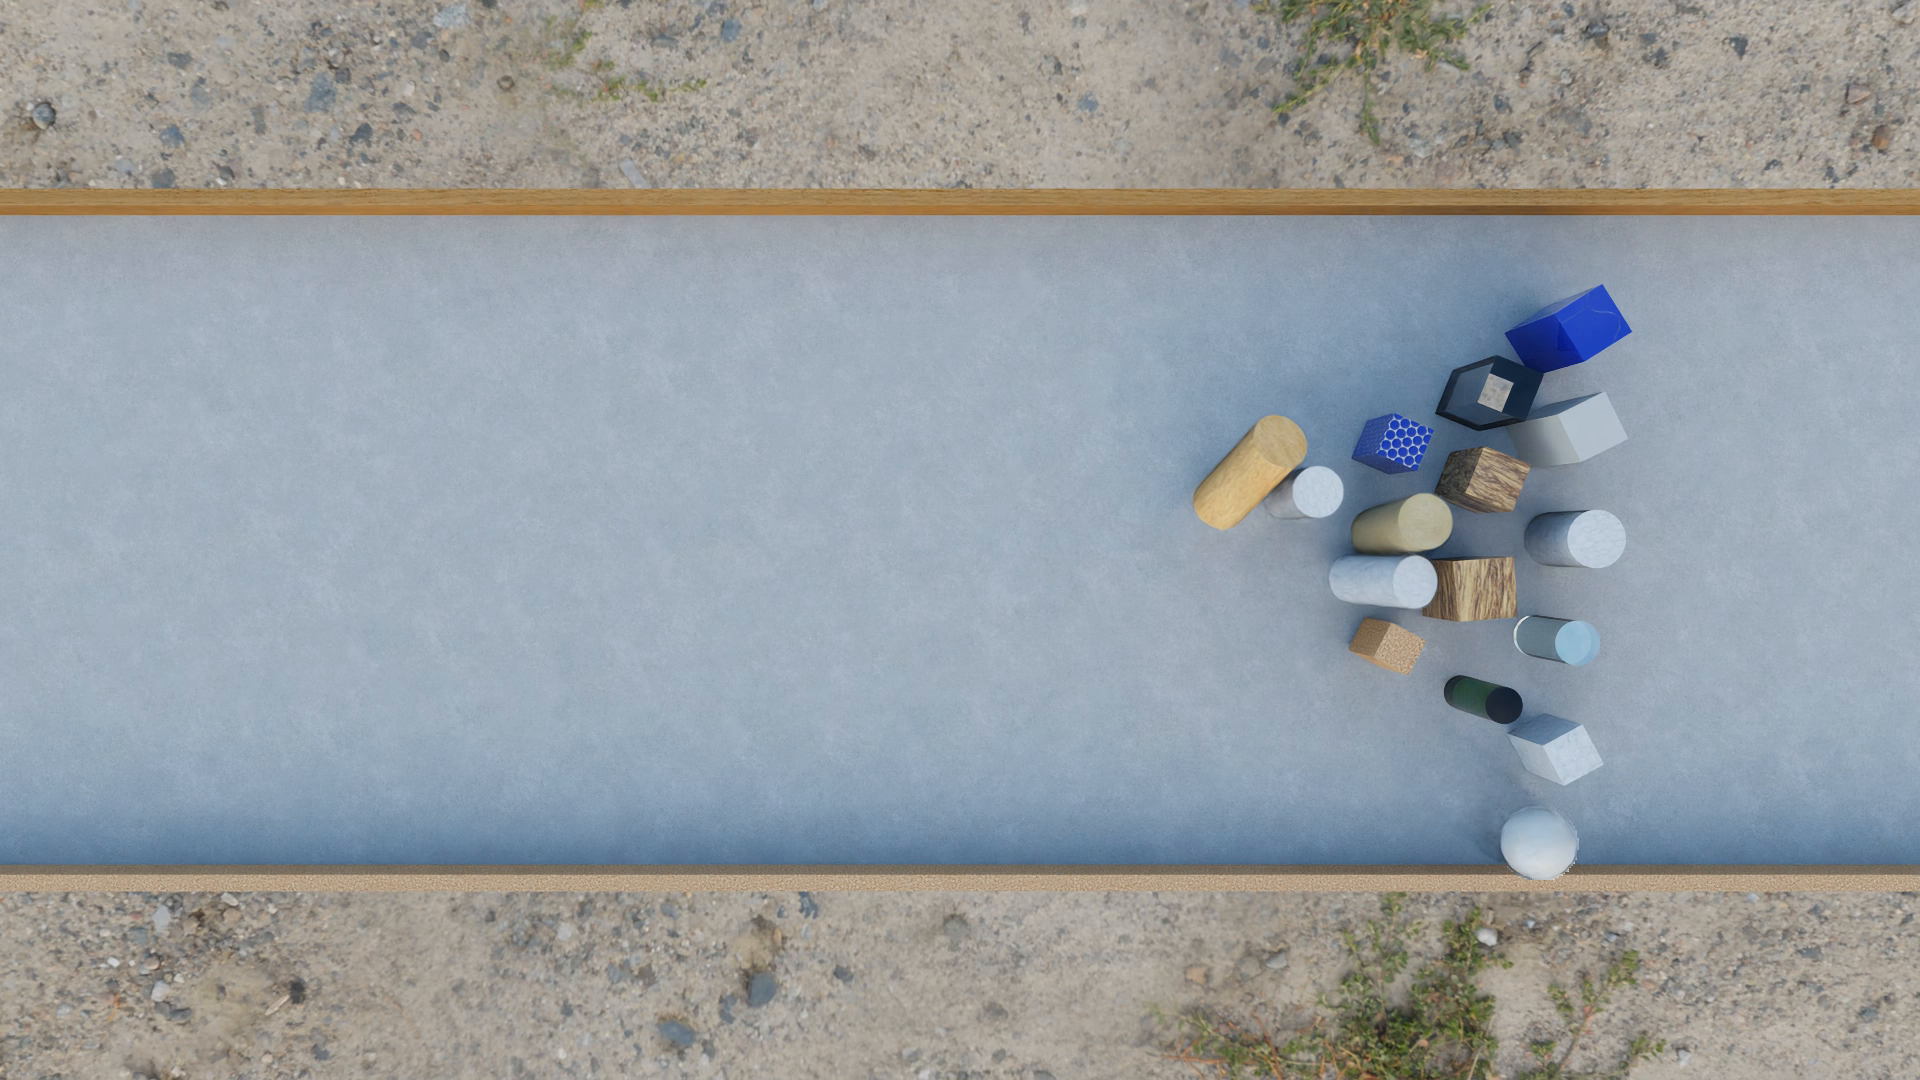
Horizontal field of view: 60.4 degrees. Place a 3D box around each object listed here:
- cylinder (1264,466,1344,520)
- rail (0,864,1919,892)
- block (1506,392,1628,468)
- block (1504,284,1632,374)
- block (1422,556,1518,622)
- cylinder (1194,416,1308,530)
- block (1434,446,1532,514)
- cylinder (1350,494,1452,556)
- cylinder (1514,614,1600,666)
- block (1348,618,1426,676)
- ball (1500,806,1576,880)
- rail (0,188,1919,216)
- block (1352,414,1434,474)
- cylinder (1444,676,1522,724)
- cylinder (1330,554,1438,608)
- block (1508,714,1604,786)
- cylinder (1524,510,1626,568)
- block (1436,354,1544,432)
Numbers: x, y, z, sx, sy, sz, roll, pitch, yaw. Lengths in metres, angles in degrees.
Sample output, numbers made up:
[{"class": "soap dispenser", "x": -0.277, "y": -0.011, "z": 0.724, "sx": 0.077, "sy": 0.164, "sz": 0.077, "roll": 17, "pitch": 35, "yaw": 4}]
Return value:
[{"class": "cylinder", "x": 1.011, "y": -0.136, "z": 4.879, "sx": 0.147, "sy": 0.391, "sz": 0.147, "roll": 0, "pitch": 90, "yaw": -2}, {"class": "rail", "x": -2.247, "y": 1.025, "z": 5.001, "sx": 12.000, "sy": 0.150, "sz": 0.050, "roll": 0, "pitch": 90, "yaw": 0}, {"class": "block", "x": 1.775, "y": -0.318, "z": 4.851, "sx": 0.148, "sy": 0.450, "sz": 0.148, "roll": -26, "pitch": 90, "yaw": 0}, {"class": "block", "x": 1.785, "y": -0.612, "z": 4.861, "sx": 0.159, "sy": 0.430, "sz": 0.159, "roll": -32, "pitch": 90, "yaw": 0}, {"class": "block", "x": 1.504, "y": 0.141, "z": 4.897, "sx": 0.173, "sy": 0.359, "sz": 0.173, "roll": -4, "pitch": 90, "yaw": 0}, {"class": "cylinder", "x": 0.847, "y": -0.194, "z": 4.848, "sx": 0.166, "sy": 0.430, "sz": 0.166, "roll": 7, "pitch": 65, "yaw": -14}, {"class": "block", "x": 1.549, "y": -0.176, "z": 4.910, "sx": 0.146, "sy": 0.332, "sz": 0.146, "roll": 22, "pitch": 90, "yaw": 0}, {"class": "cylinder", "x": 1.299, "y": -0.036, "z": 4.874, "sx": 0.161, "sy": 0.386, "sz": 0.161, "roll": 1, "pitch": 85, "yaw": -7}, {"class": "cylinder", "x": 1.768, "y": 0.295, "z": 4.898, "sx": 0.129, "sy": 0.356, "sz": 0.129, "roll": 0, "pitch": 90, "yaw": 0}, {"class": "block", "x": 1.270, "y": 0.314, "z": 4.917, "sx": 0.113, "sy": 0.318, "sz": 0.113, "roll": 27, "pitch": 90, "yaw": 0}, {"class": "ball", "x": 1.715, "y": 0.898, "z": 4.895, "sx": 0.214, "sy": 0.214, "sz": 0.214, "roll": 0, "pitch": 90, "yaw": 0}, {"class": "rail", "x": -2.247, "y": -1.025, "z": 5.002, "sx": 12.000, "sy": 0.150, "sz": 0.050, "roll": 0, "pitch": 90, "yaw": 0}, {"class": "block", "x": 1.287, "y": -0.284, "z": 4.921, "sx": 0.127, "sy": 0.312, "sz": 0.127, "roll": 23, "pitch": 90, "yaw": 0}, {"class": "cylinder", "x": 1.542, "y": 0.469, "z": 4.875, "sx": 0.106, "sy": 0.404, "sz": 0.106, "roll": 0, "pitch": 90, "yaw": 0}, {"class": "cylinder", "x": 1.253, "y": 0.119, "z": 4.897, "sx": 0.153, "sy": 0.325, "sz": 0.153, "roll": 0, "pitch": 91, "yaw": -20}, {"class": "block", "x": 1.771, "y": 0.621, "z": 4.920, "sx": 0.131, "sy": 0.314, "sz": 0.131, "roll": -29, "pitch": 90, "yaw": 0}, {"class": "cylinder", "x": 1.821, "y": -0.003, "z": 4.897, "sx": 0.168, "sy": 0.360, "sz": 0.168, "roll": 0, "pitch": 90, "yaw": 0}, {"class": "block", "x": 1.556, "y": -0.429, "z": 4.867, "sx": 0.145, "sy": 0.419, "sz": 0.145, "roll": 22, "pitch": 90, "yaw": 0}]
